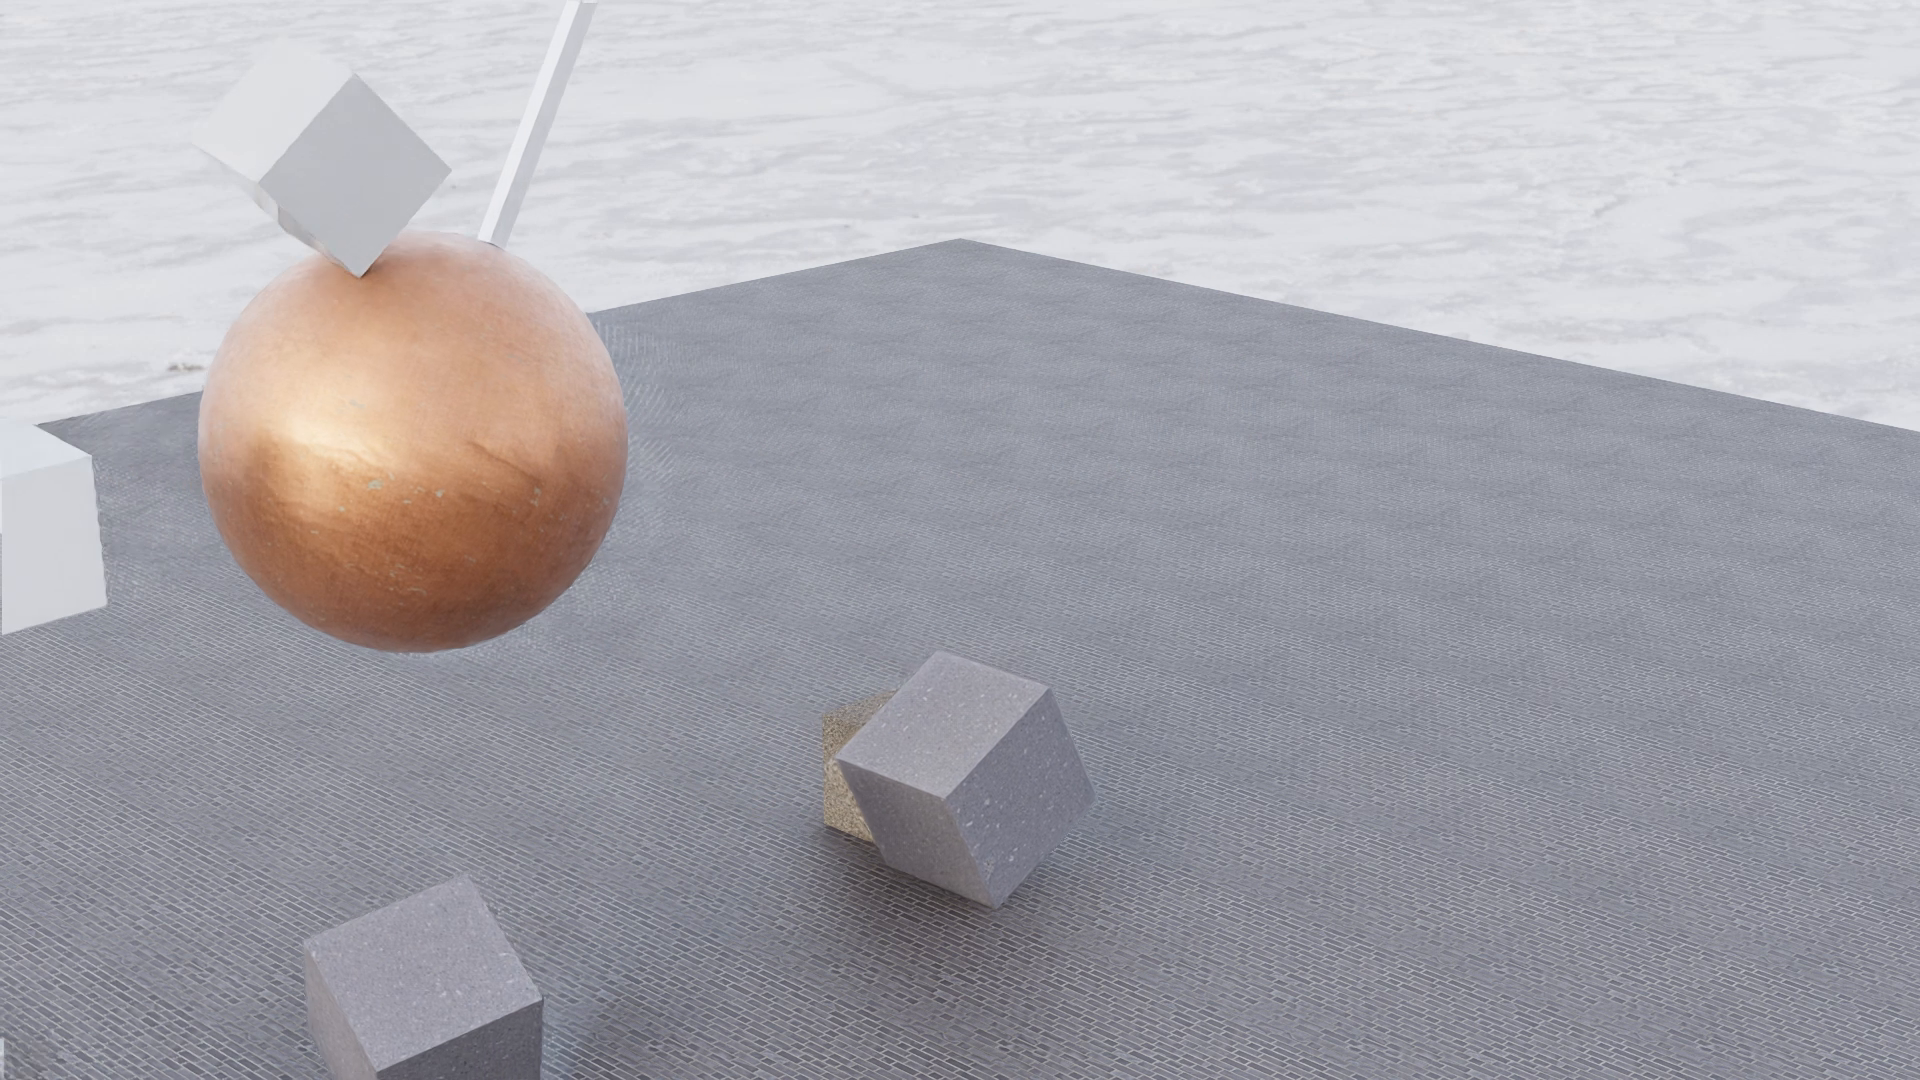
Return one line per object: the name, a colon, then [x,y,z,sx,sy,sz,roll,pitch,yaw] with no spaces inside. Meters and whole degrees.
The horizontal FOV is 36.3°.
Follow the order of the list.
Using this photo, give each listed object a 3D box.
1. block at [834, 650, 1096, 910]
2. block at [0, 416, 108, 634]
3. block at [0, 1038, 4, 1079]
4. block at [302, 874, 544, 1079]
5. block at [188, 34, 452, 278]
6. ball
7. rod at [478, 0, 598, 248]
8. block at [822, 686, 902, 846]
block: [0.031,1.078,13.295,0.701,0.708,0.745,16,51,42]
block: [-3.312,-0.033,9.917,0.587,0.541,0.550,-18,28,-39]
block: [-3.730,2.129,10.343,0.617,0.531,0.549,3,22,-13]
block: [-2.022,1.792,11.051,0.663,0.615,0.637,-21,55,-26]
block: [-2.299,-1.381,10.538,0.514,0.556,0.568,-51,44,-8]
ball: [-2.055,-0.371,11.071,1.600,1.600,1.600,0,17,0]
rod: [-0.891,-3.557,11.290,0.080,5.200,0.080,17,-5,42]
block: [-0.243,1.085,13.956,0.562,0.562,0.591,17,24,42]
